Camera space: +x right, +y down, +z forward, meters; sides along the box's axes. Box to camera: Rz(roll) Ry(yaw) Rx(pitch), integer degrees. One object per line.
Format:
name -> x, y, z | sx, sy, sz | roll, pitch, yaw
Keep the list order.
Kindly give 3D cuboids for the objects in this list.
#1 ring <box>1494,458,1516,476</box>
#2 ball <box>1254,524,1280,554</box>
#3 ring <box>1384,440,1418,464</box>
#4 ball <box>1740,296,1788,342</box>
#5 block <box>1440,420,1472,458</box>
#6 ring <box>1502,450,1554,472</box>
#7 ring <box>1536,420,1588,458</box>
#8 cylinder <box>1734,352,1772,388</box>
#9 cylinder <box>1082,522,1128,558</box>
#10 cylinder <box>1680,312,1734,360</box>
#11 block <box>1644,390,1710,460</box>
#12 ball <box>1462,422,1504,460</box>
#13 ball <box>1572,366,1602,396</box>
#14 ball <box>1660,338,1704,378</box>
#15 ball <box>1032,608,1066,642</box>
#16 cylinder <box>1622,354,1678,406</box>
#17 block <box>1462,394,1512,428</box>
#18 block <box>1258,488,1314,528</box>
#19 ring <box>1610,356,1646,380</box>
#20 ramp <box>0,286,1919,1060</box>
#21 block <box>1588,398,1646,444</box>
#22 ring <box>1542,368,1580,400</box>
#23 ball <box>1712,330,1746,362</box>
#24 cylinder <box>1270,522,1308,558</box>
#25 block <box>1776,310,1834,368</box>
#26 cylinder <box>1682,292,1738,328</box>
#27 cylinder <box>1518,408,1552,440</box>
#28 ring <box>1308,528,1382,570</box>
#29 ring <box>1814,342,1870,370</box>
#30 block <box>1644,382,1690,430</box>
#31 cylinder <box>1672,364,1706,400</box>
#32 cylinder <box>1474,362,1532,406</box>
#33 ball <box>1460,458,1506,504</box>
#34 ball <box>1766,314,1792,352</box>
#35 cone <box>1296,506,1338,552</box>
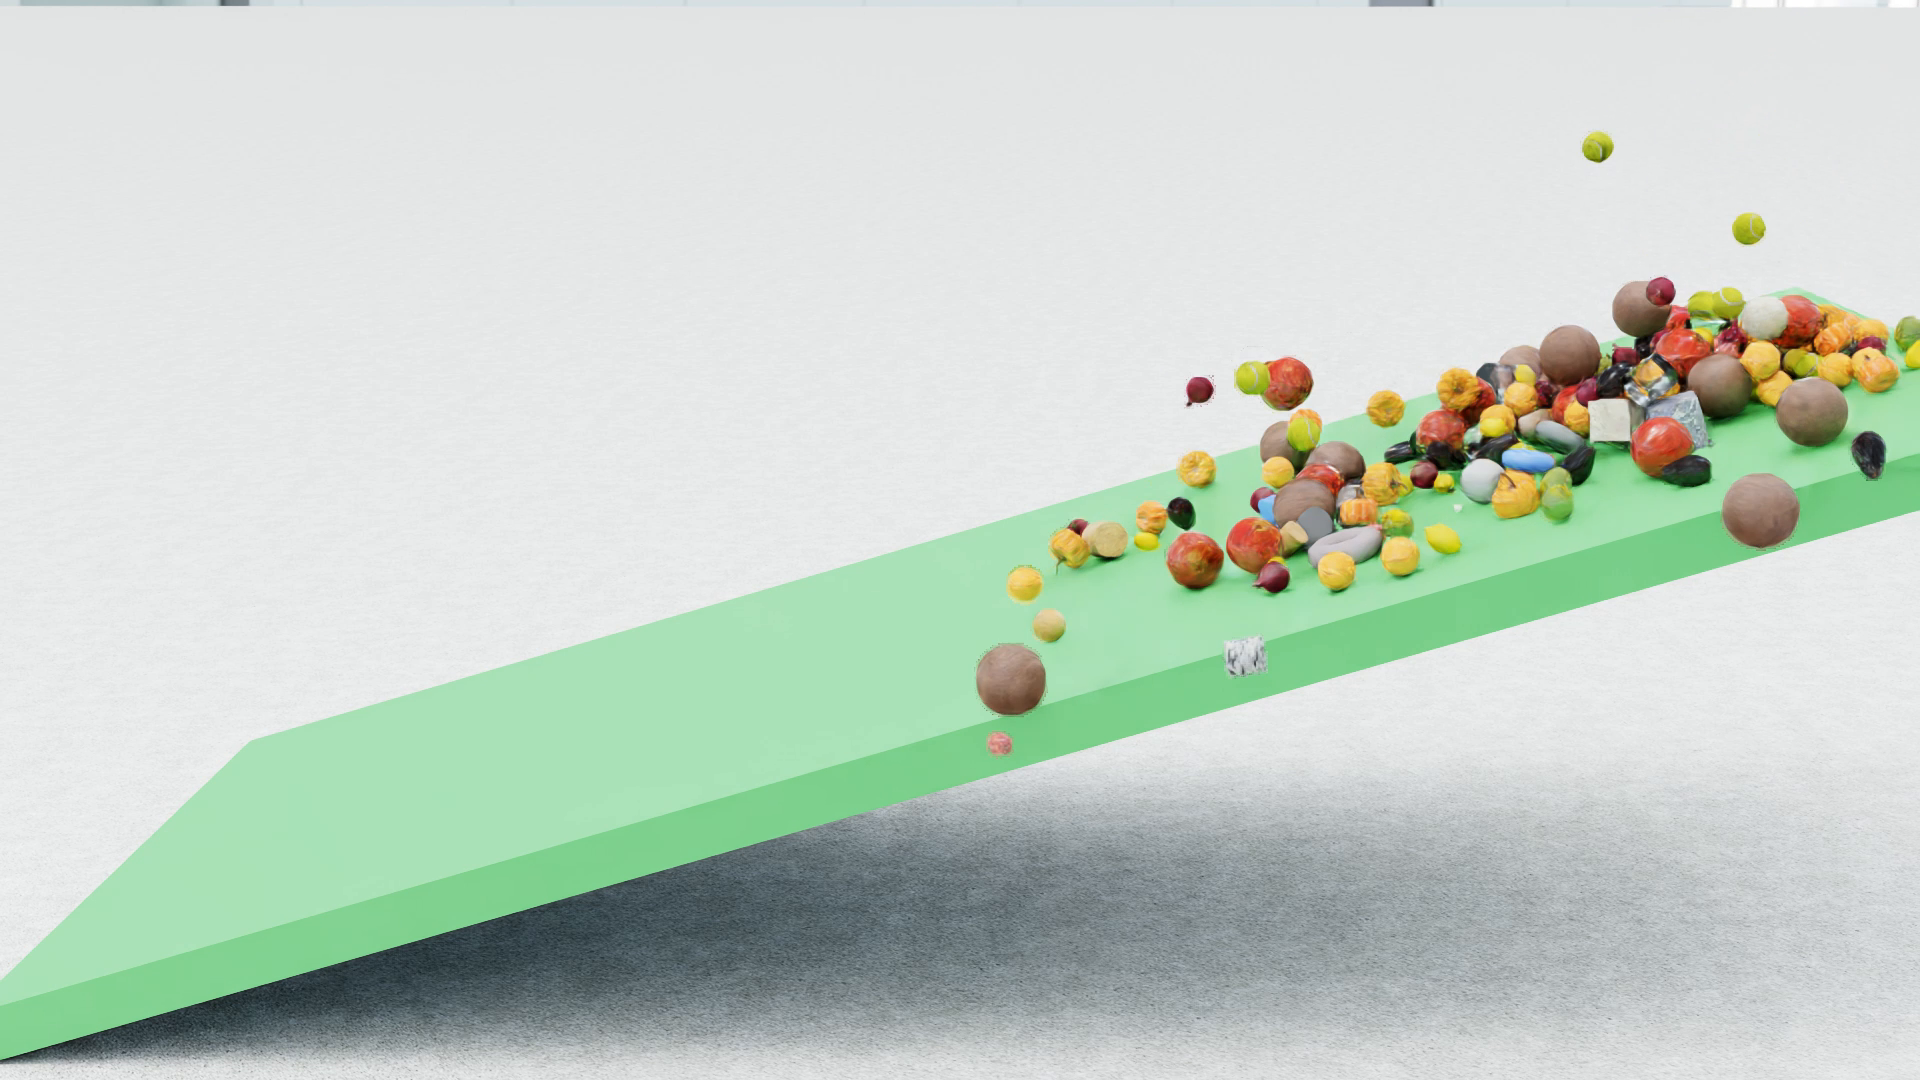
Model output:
ring -> 1.118, -0.150, 6.048 | 0.079, 0.026, 0.079 | -21, 11, 4
ball -> 0.628, -0.002, 5.971 | 0.061, 0.061, 0.061 | 0, 11, 0
ring -> 0.984, -0.195, 6.501 | 0.098, 0.033, 0.098 | -18, 10, 3
ball -> 1.620, -0.447, 5.924 | 0.092, 0.092, 0.092 | 0, 11, 0
block -> 1.085, -0.219, 6.379 | 0.060, 0.060, 0.060 | -17, 10, -1
ring -> 1.107, -0.155, 5.737 | 0.102, 0.034, 0.102 | 5, 10, -1
ring -> 1.219, -0.204, 5.962 | 0.115, 0.038, 0.115 | 31, -3, 2
cylinder -> 1.659, -0.355, 6.149 | 0.057, 0.057, 0.057 | 9, 28, 39
cylinder -> 0.315, -0.001, 6.407 | 0.079, 0.079, 0.079 | -4, 1, -18
cylinder -> 1.613, -0.439, 6.344 | 0.085, 0.085, 0.085 | -22, 14, -7
block -> 1.406, -0.226, 5.770 | 0.098, 0.098, 0.098 | -16, 10, 10
ball -> 1.086, -0.202, 6.111 | 0.084, 0.084, 0.084 | 0, 11, 0
ball -> 1.394, -0.352, 6.543 | 0.067, 0.067, 0.067 | 0, 11, 0
ball -> 1.525, -0.380, 6.209 | 0.092, 0.092, 0.092 | 0, 11, 0
ball -> 0.176, 0.168, 5.794 | 0.067, 0.067, 0.067 | 0, 11, 0
cylinder -> 1.357, -0.314, 5.784 | 0.076, 0.076, 0.076 | -35, 22, -13
block -> 1.177, -0.291, 6.567 | 0.077, 0.077, 0.077 | -17, 10, 0
block -> 0.681, -0.053, 6.091 | 0.084, 0.084, 0.084 | -21, 11, -19
ring -> 1.517, -0.388, 6.650 | 0.098, 0.033, 0.098 | -16, 11, 3
ramp -> 0.094, 0.185, 6.316 | 4.000, 0.100, 2.000 | -16, 10, 5
block -> 1.319, -0.238, 5.903 | 0.084, 0.084, 0.084 | -2, -2, 34
ring -> 1.379, -0.352, 6.641 | 0.137, 0.046, 0.137 | -19, 9, 3
ball -> 1.625, -0.409, 6.214 | 0.067, 0.067, 0.067 | 0, 11, 0
cylinder -> 0.657, 0.000, 5.877 | 0.053, 0.053, 0.053 | -13, -26, -50
block -> 1.789, -0.429, 6.239 | 0.092, 0.092, 0.092 | -17, 10, 0
cylinder -> 1.729, -0.512, 6.784 | 0.089, 0.089, 0.089 | -29, 14, -4
cylinder -> 1.200, -0.241, 6.131 | 0.052, 0.052, 0.052 | -22, -4, 36
ring -> 0.747, 0.017, 5.703 | 0.150, 0.050, 0.150 | -18, 10, 3
ring -> 1.824, -0.382, 6.083 | 0.116, 0.039, 0.116 | -16, 10, 3
block -> 1.442, -0.271, 6.001 | 0.080, 0.080, 0.080 | -18, 10, -6
cylinder -> 1.489, -0.315, 6.086 | 0.073, 0.073, 0.073 | -7, 43, -34
cylinder -> 1.173, -0.336, 6.359 | 0.088, 0.088, 0.088 | 3, 8, -30
ball -> 1.035, -0.115, 5.816 | 0.090, 0.090, 0.090 | 0, 11, 0
ball -> 1.785, -0.447, 6.366 | 0.085, 0.085, 0.085 | 0, 11, 0
cone -> 0.738, -0.014, 5.906 | 0.093, 0.093, 0.093 | 11, 0, 44
